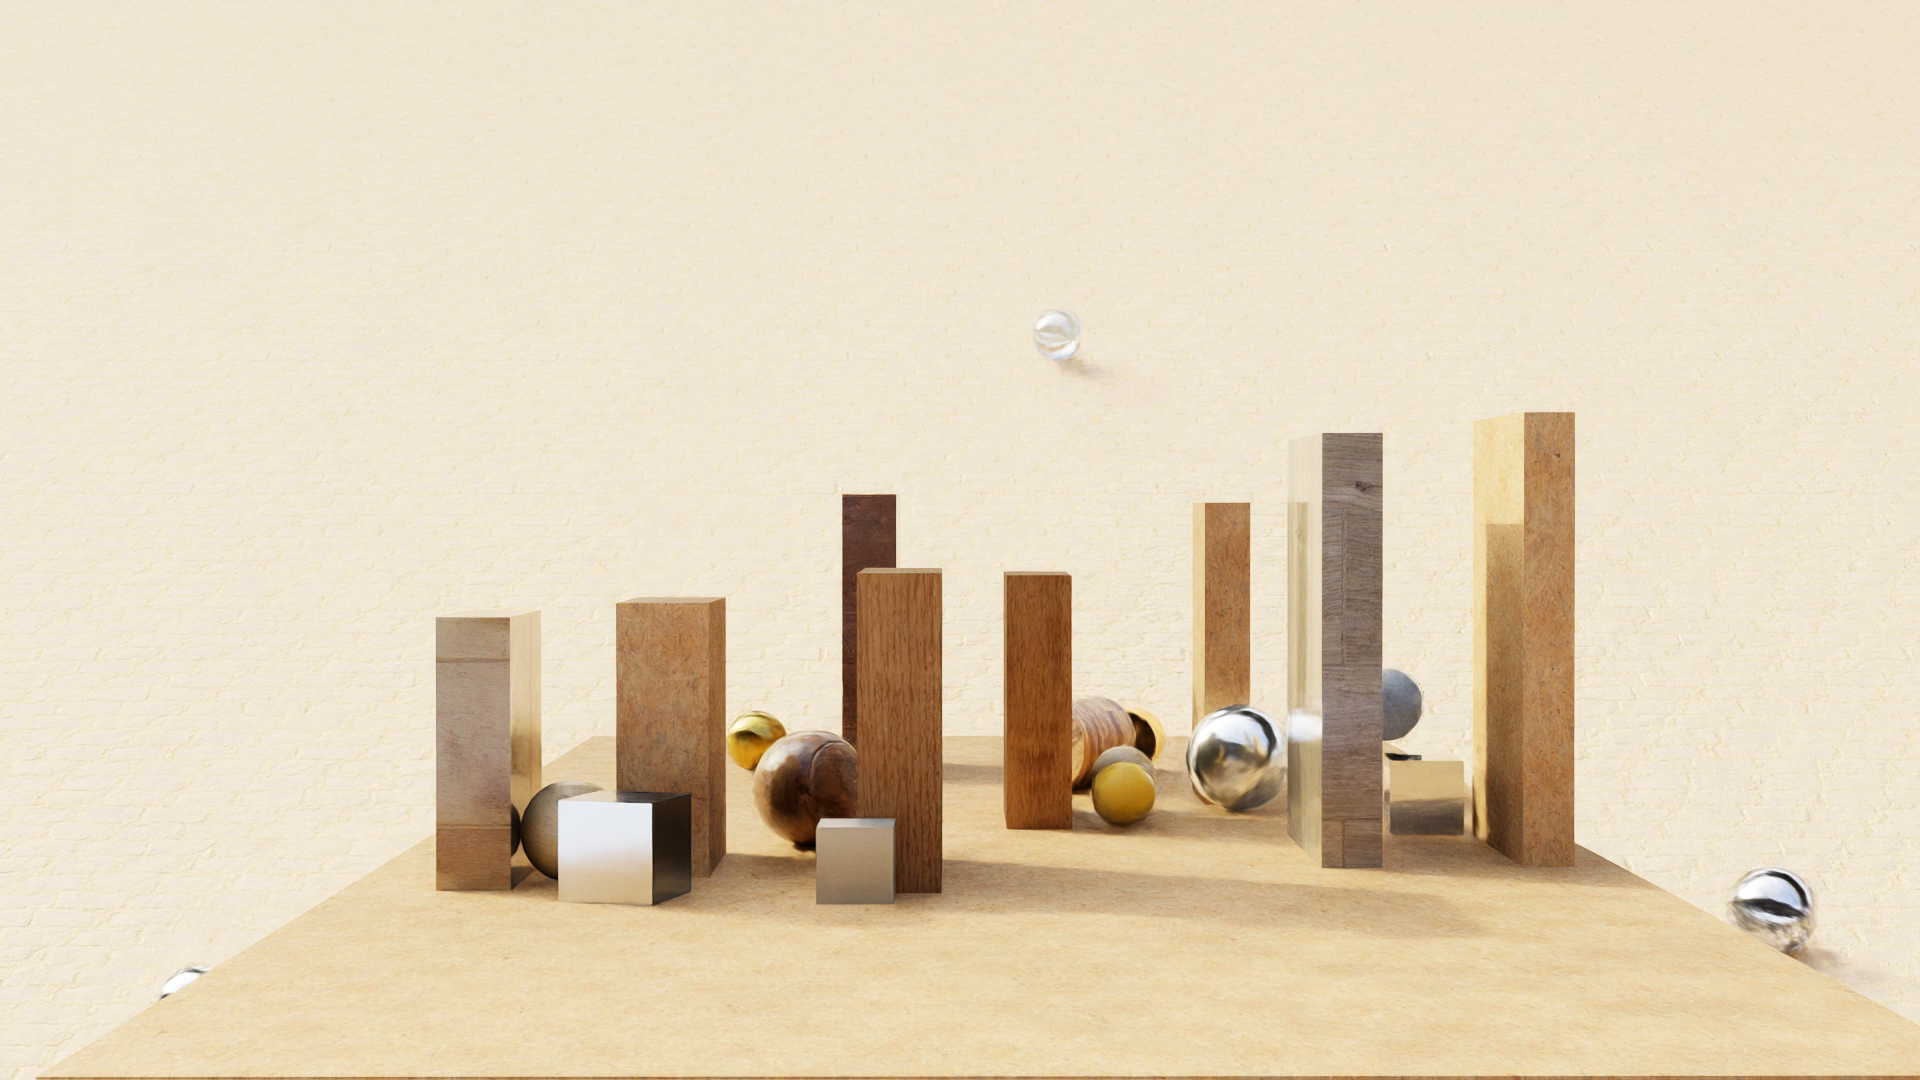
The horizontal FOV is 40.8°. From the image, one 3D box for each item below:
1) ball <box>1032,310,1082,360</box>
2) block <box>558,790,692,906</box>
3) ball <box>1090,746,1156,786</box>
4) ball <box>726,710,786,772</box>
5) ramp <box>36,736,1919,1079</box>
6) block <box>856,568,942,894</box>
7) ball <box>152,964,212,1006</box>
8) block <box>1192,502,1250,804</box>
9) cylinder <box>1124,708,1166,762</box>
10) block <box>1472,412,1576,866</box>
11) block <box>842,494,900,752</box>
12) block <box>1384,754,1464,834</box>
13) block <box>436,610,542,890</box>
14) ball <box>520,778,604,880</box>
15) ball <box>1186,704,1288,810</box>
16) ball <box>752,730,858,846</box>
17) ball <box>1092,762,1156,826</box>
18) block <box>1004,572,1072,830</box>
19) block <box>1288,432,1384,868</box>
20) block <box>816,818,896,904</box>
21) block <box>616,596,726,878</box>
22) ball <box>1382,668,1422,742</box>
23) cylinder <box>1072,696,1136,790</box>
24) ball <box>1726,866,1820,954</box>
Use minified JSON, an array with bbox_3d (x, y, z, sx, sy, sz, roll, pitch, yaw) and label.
[{"bbox_3d":[0.334,-0.702,8.854,0.173,0.173,0.173,0,28,0],"label":"ball"},{"bbox_3d":[-0.497,0.456,3.839,0.148,0.148,0.148,0,1,17],"label":"block"},{"bbox_3d":[0.313,0.456,4.952,0.124,0.124,0.124,0,28,0],"label":"ball"},{"bbox_3d":[-0.447,0.444,5.693,0.135,0.135,0.135,0,28,0],"label":"ball"},{"bbox_3d":[0.064,0.572,4.614,2.000,0.100,4.000,0,1,0],"label":"ramp"},{"bbox_3d":[-0.092,0.288,4.064,0.126,0.480,0.386,0,1,0],"label":"block"},{"bbox_3d":[-1.214,0.744,4.109,0.134,0.134,0.134,0,28,0],"label":"ball"},{"bbox_3d":[0.523,0.220,5.181,0.089,0.590,0.260,0,1,0],"label":"block"},{"bbox_3d":[0.374,0.442,5.694,0.138,0.138,0.138,7,2,13],"label":"cylinder"},{"bbox_3d":[0.947,0.158,4.359,0.083,0.731,0.407,0,1,0],"label":"block"},{"bbox_3d":[-0.196,0.205,5.759,0.117,0.611,0.374,0,1,0],"label":"block"},{"bbox_3d":[0.834,0.456,4.648,0.130,0.130,0.130,0,1,5],"label":"block"},{"bbox_3d":[-0.735,0.321,4.043,0.113,0.413,0.290,0,1,0],"label":"block"},{"bbox_3d":[-0.599,0.449,3.992,0.159,0.159,0.159,0,28,0],"label":"ball"},{"bbox_3d":[0.535,0.417,4.947,0.203,0.203,0.203,0,28,0],"label":"ball"},{"bbox_3d":[-0.255,0.424,4.422,0.200,0.200,0.200,0,28,0],"label":"ball"},{"bbox_3d":[0.298,0.462,4.704,0.117,0.117,0.117,0,28,0],"label":"ball"},{"bbox_3d":[0.143,0.291,4.819,0.118,0.458,0.329,0,1,0],"label":"block"},{"bbox_3d":[0.629,0.175,4.357,0.098,0.698,0.431,0,1,0],"label":"block"},{"bbox_3d":[-0.153,0.474,3.817,0.112,0.112,0.112,0,1,1],"label":"block"},{"bbox_3d":[-0.465,0.312,4.188,0.145,0.429,0.295,0,1,0],"label":"block"},{"bbox_3d":[0.870,0.336,5.281,0.150,0.150,0.150,0,28,0],"label":"ball"},{"bbox_3d":[0.235,0.421,5.327,0.186,0.186,0.186,23,14,36],"label":"cylinder"},{"bbox_3d":[1.865,0.852,5.933,0.204,0.204,0.204,0,28,0],"label":"ball"}]
